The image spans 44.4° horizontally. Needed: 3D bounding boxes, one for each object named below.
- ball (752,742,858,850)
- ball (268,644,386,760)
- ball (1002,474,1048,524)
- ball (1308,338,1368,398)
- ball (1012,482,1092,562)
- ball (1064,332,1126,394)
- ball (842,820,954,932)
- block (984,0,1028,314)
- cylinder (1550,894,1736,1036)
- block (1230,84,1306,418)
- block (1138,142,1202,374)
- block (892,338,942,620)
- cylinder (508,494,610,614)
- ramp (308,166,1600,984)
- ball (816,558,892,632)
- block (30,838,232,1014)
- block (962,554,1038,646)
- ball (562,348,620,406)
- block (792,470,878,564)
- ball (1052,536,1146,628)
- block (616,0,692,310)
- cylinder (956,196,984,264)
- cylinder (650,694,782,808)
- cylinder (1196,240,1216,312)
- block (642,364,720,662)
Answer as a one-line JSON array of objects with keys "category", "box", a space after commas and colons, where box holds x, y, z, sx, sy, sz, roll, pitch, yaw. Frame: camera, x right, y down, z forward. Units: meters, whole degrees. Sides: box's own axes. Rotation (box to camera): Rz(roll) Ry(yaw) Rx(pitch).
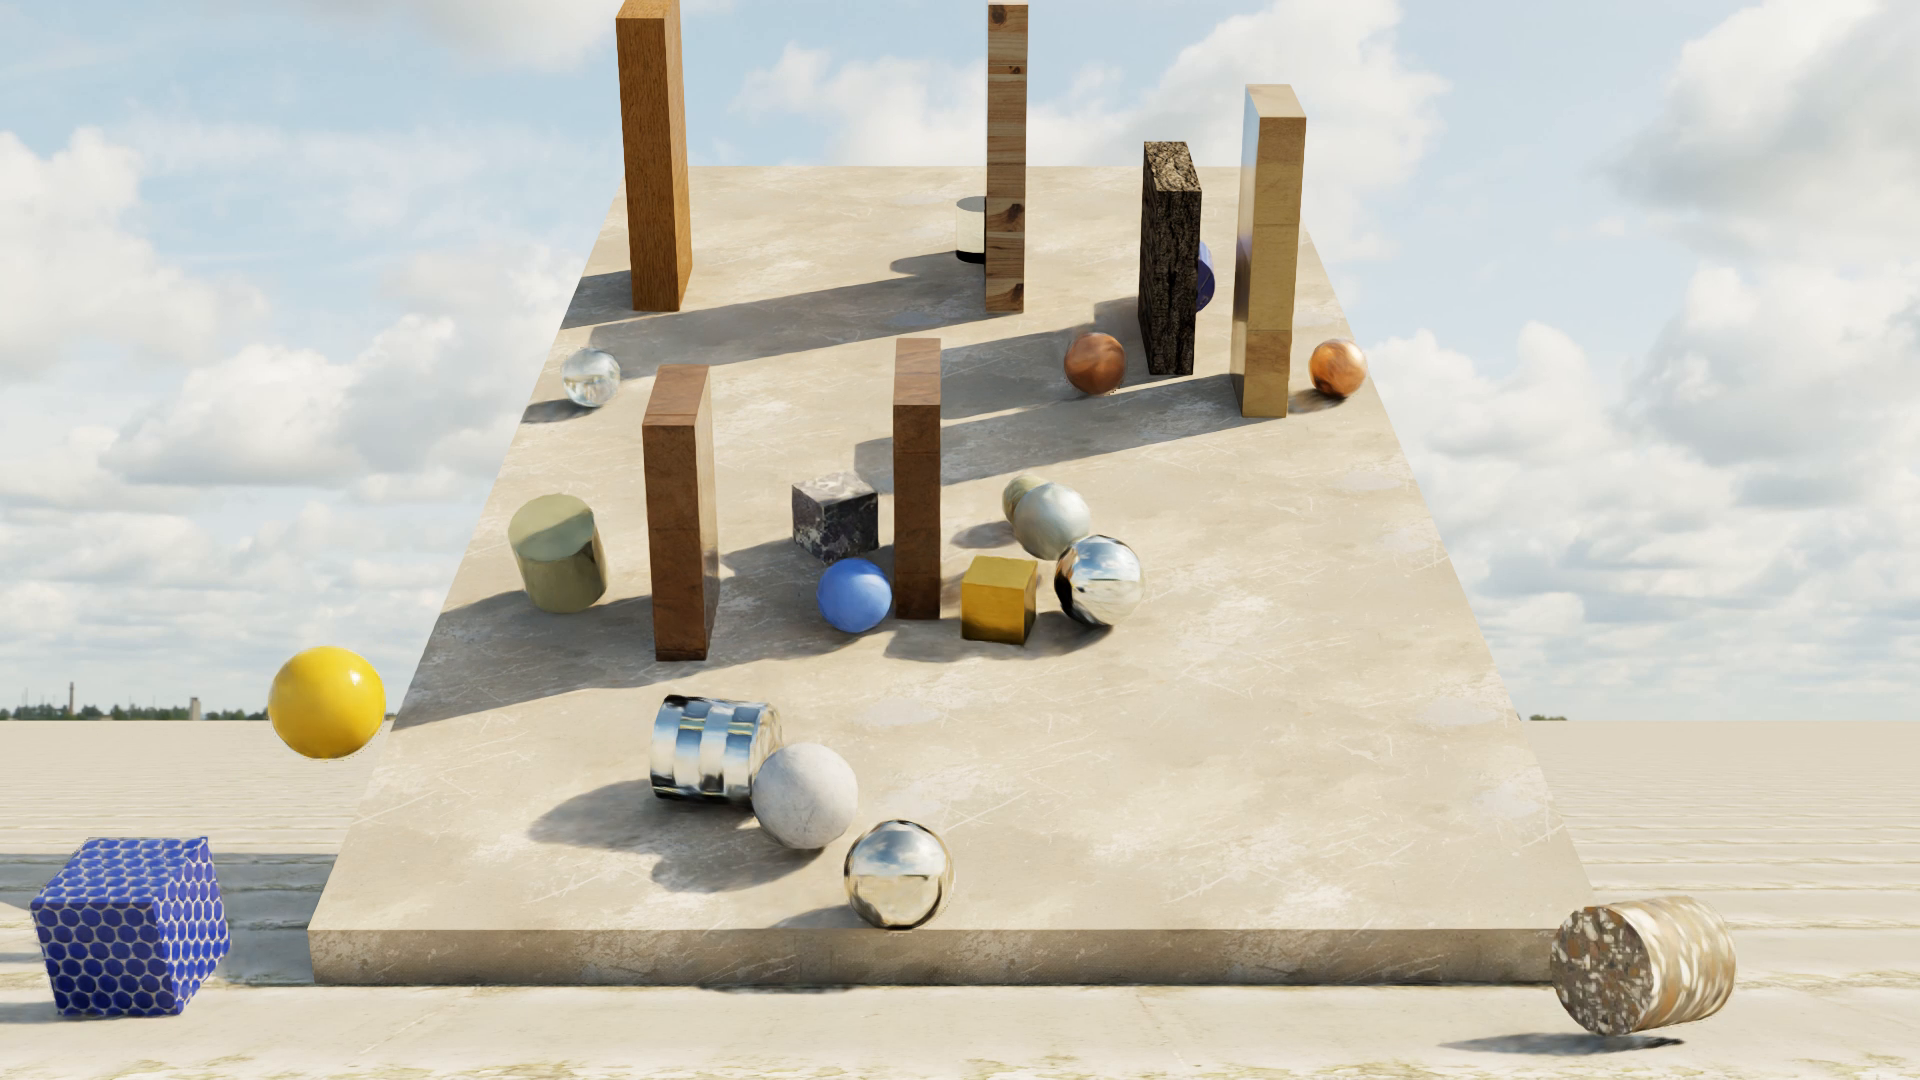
[{"category": "ball", "box": [-0.249, 0.413, 3.797, 0.173, 0.173, 0.173, 0, -4, 0]}, {"category": "ball", "box": [-1.096, 0.281, 4.078, 0.199, 0.199, 0.199, 0, -4, 0]}, {"category": "ball", "box": [0.144, -0.078, 4.876, 0.117, 0.117, 0.117, 0, -4, 0]}, {"category": "ball", "box": [0.887, -0.404, 5.529, 0.138, 0.138, 0.138, 0, -4, 0]}, {"category": "ball", "box": [0.182, -0.036, 4.663, 0.155, 0.155, 0.155, 0, -4, 0]}, {"category": "ball", "box": [0.318, -0.417, 5.542, 0.148, 0.148, 0.148, 0, -4, 0]}, {"category": "ball", "box": [-0.094, 0.512, 3.597, 0.169, 0.169, 0.169, 0, -4, 0]}, {"category": "block", "box": [0.115, -1.023, 6.050, 0.097, 0.795, 0.383, 0, 26, 0]}, {"category": "cylinder", "box": [0.868, 0.539, 2.992, 0.162, 0.162, 0.162, 0, -3, -35]}, {"category": "block", "box": [0.703, -0.663, 5.407, 0.102, 0.709, 0.280, 0, 26, 0]}, {"category": "block", "box": [0.509, -0.694, 5.757, 0.104, 0.459, 0.409, 0, 26, 0]}, {"category": "block", "box": [-0.081, -0.123, 4.589, 0.088, 0.447, 0.344, 0, 26, 0]}, {"category": "cylinder", "box": [-0.770, 0.027, 4.531, 0.166, 0.166, 0.166, 0, -37, 4]}, {"category": "ramp", "box": [-0.010, -0.229, 5.435, 2.000, 0.100, 4.000, 0, 26, 0]}, {"category": "ball", "box": [-0.201, 0.104, 4.468, 0.143, 0.143, 0.143, 0, -4, 0]}, {"category": "block", "box": [-1.160, 0.541, 3.305, 0.178, 0.178, 0.178, -2, 22, 9]}, {"category": "block", "box": [0.075, 0.114, 4.475, 0.121, 0.121, 0.121, 6, 26, 12]}, {"category": "ball", "box": [-0.857, -0.378, 5.467, 0.137, 0.137, 0.137, 0, -4, 0]}, {"category": "block", "box": [-0.254, -0.048, 4.799, 0.128, 0.128, 0.128, -16, 30, -30]}, {"category": "ball", "box": [0.265, 0.079, 4.485, 0.176, 0.176, 0.176, 0, -4, 0]}, {"category": "block", "box": [-0.782, -1.005, 6.051, 0.119, 0.756, 0.343, 0, 26, 0]}, {"category": "cylinder", "box": [0.062, -0.847, 6.429, 0.147, 0.147, 0.147, 0, 26, 0]}, {"category": "cylinder", "box": [-0.404, 0.351, 3.909, 0.174, 0.174, 0.174, 4, -3, 11]}, {"category": "cylinder", "box": [0.575, -0.684, 6.078, 0.163, 0.163, 0.163, 0, 26, 4]}, {"category": "block", "box": [-0.518, -0.053, 4.406, 0.094, 0.477, 0.293, 0, 26, 0]}]
